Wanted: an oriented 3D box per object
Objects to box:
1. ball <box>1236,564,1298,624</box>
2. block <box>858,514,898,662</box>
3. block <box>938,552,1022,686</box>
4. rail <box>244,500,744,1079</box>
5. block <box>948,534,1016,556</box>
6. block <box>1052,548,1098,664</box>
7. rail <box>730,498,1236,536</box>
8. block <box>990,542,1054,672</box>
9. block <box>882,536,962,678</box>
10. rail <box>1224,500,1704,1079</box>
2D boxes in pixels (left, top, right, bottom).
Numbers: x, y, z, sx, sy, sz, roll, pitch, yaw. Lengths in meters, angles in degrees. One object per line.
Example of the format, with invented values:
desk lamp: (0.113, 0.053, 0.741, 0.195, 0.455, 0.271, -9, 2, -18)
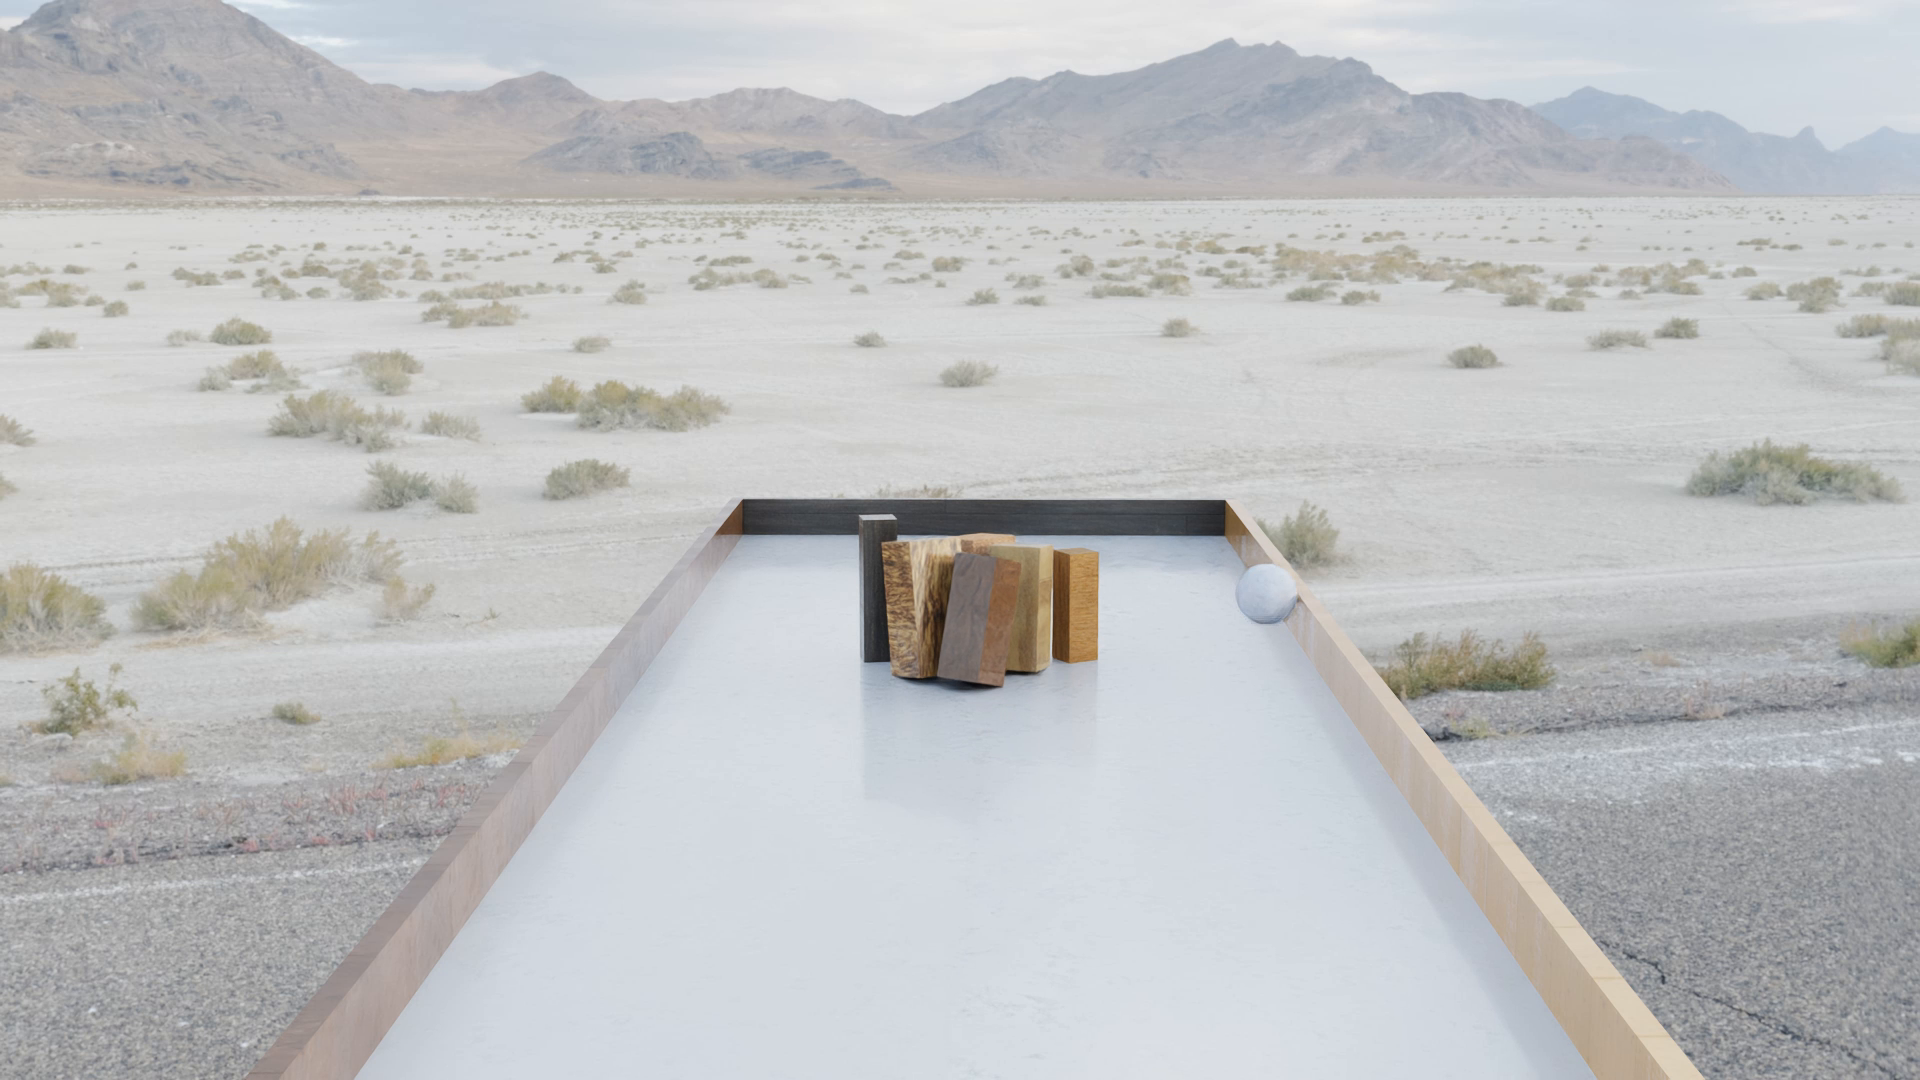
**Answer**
ball: (0.972, 0.172, 6.980, 0.194, 0.194, 0.194, 0, 9, 0)
block: (-0.248, 0.147, 6.687, 0.103, 0.437, 0.103, -2, 9, -10)
block: (0.057, 0.229, 6.330, 0.139, 0.361, 0.139, 6, -5, 33)
rail: (-1.004, 0.839, 3.234, 0.050, 0.150, 12.000, 0, 9, 1)
block: (0.062, 0.173, 6.705, 0.162, 0.368, 0.162, -7, 7, -37)
block: (0.351, 0.198, 6.695, 0.102, 0.333, 0.102, -5, 10, -28)
rail: (0.099, -0.098, 9.147, 2.100, 0.150, 0.050, 0, 9, 1)
block: (0.178, 0.198, 6.549, 0.154, 0.366, 0.154, 3, 4, 17)
block: (-0.101, 0.196, 6.450, 0.169, 0.395, 0.169, -5, 2, -30)
rail: (1.046, 0.843, 3.208, 0.050, 0.150, 12.000, 0, 9, 1)
